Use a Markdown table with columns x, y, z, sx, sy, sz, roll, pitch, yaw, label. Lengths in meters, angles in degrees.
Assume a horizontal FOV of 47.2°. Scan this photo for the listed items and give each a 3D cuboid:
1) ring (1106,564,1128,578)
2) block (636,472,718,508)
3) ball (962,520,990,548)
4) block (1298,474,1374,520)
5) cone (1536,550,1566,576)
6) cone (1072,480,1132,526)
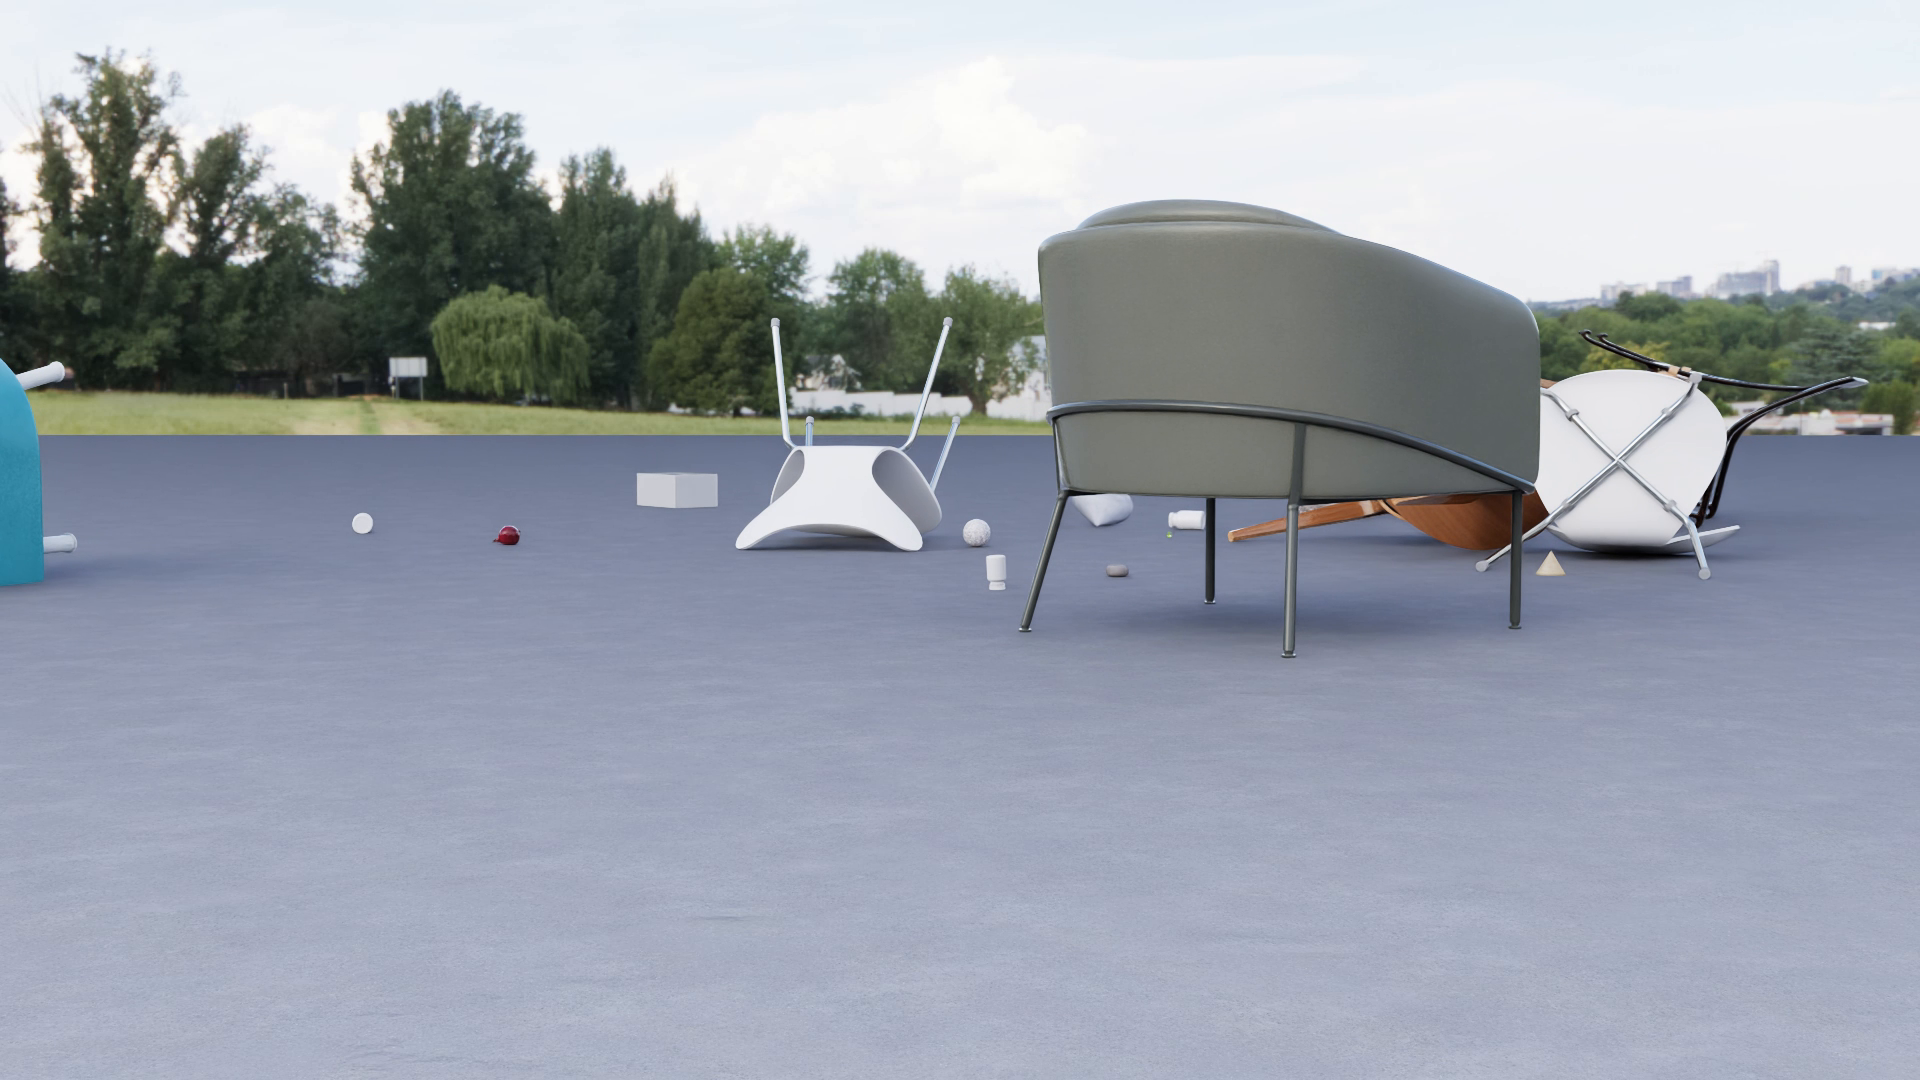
| x | y | z | sx | sy | sz | roll | pitch | yaw | label |
| --- | --- | --- | --- | --- | --- | --- | --- | --- | --- |
| 0.378 | 0.074 | 5.278 | 0.055 | 0.027 | 0.078 | 2 | 3 | -2 | ring |
| -1.089 | -0.194 | 8.463 | 0.187 | 0.123 | 0.286 | -3 | 5 | -38 | block |
| 0.047 | -0.019 | 6.247 | 0.080 | 0.080 | 0.080 | 0 | 4 | 0 | ball |
| 1.317 | -0.153 | 7.704 | 0.162 | 0.146 | 0.255 | 3 | 5 | 36 | block |
| 1.428 | 0.055 | 5.315 | 0.074 | 0.060 | 0.042 | 1 | 4 | 14 | cone |
| 0.459 | -0.083 | 7.204 | 0.208 | 0.117 | 0.193 | 36 | -47 | -20 | cone |
